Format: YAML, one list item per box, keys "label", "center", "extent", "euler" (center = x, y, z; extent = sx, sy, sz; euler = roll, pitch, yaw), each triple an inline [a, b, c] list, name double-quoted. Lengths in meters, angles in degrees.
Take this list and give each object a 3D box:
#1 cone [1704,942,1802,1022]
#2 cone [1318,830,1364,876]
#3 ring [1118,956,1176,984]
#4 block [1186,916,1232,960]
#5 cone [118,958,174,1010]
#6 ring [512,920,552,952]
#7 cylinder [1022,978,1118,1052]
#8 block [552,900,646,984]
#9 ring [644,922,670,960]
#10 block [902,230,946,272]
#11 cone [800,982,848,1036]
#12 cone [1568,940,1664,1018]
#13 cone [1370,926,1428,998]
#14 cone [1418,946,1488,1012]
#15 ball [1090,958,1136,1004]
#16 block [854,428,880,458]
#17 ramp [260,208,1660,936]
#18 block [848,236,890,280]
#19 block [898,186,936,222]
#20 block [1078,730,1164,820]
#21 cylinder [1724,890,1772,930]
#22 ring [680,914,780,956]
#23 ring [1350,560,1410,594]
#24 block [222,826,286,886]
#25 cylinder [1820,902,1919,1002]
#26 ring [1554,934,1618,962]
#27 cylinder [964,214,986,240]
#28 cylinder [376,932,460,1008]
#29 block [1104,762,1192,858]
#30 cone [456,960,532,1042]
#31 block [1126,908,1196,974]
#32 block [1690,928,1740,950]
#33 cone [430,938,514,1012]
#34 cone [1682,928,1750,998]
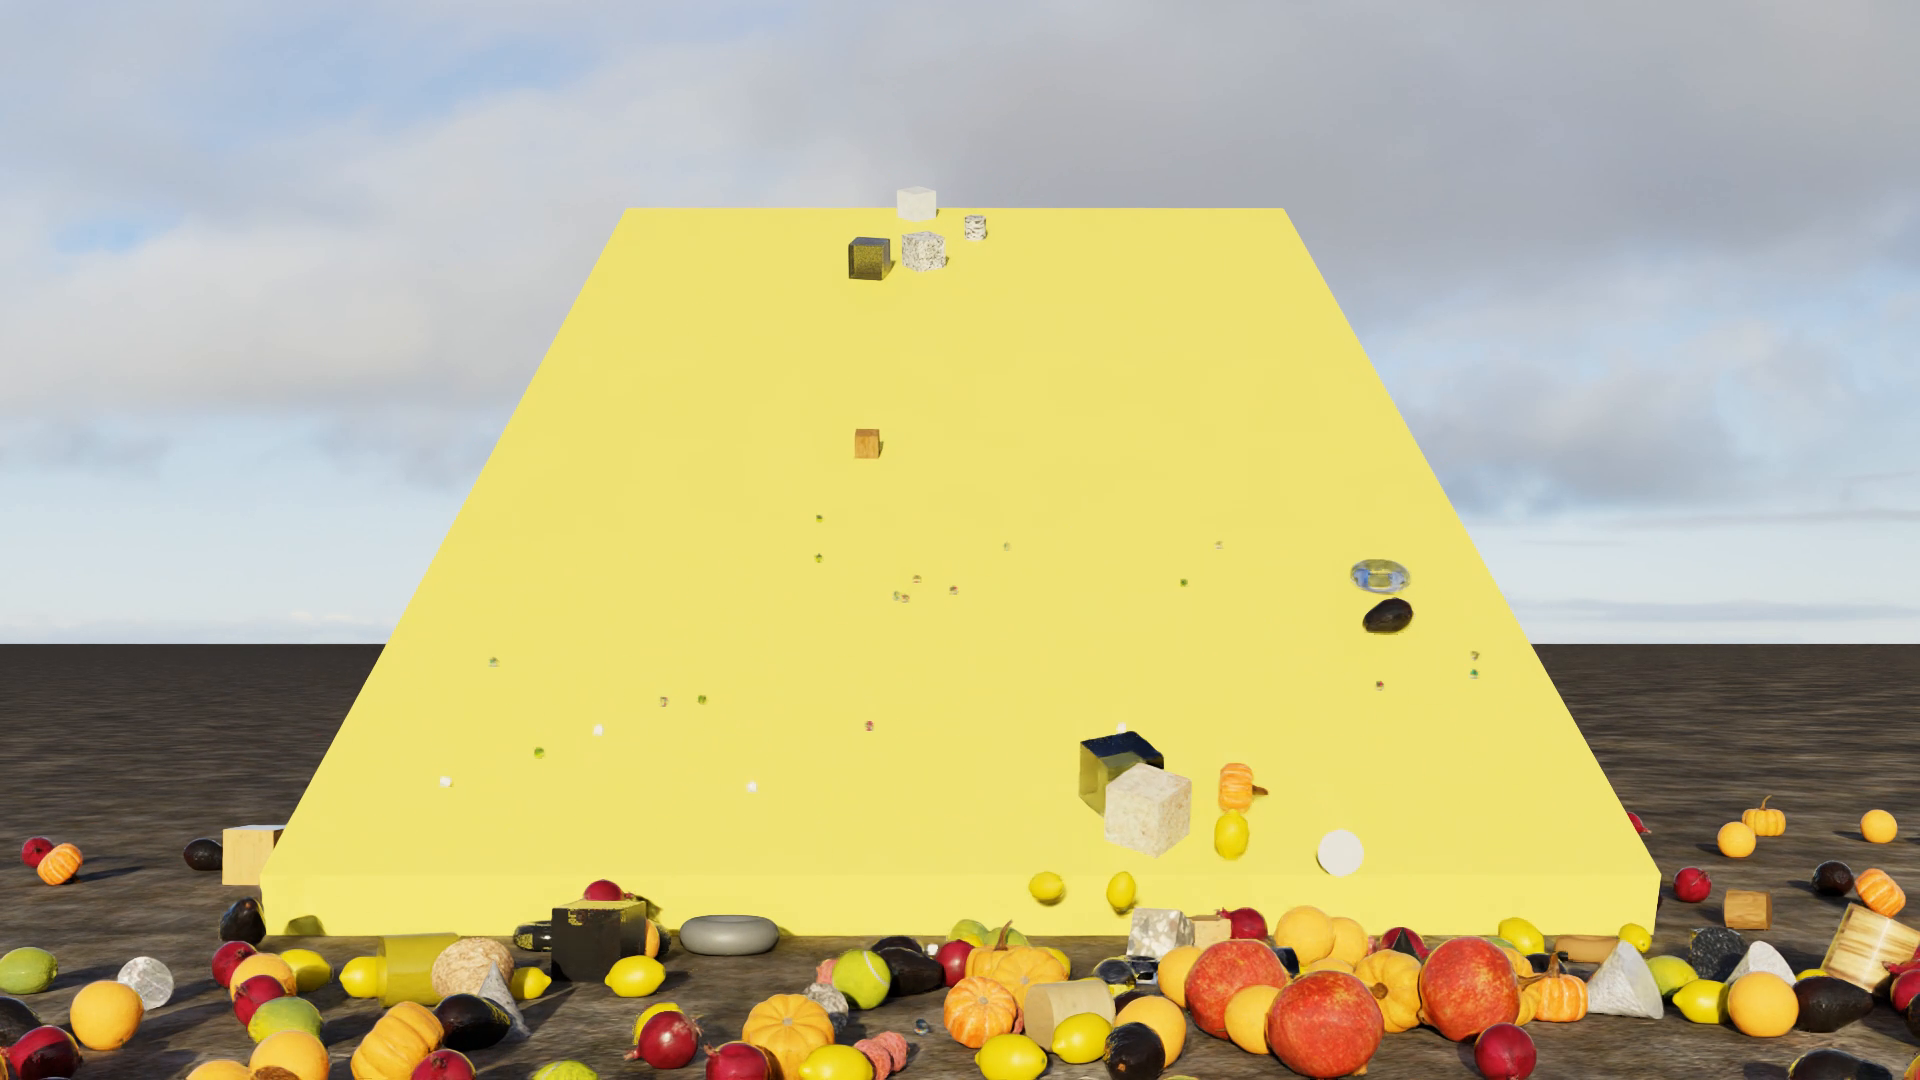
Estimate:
- label: "cone"
  center: [0.887, 0.520, 2.611]
  extent: [0.096, 0.096, 0.096]
  euler: [2, -30, -45]
- label: "cone"
  center: [0.541, 0.449, 3.307]
  extent: [0.066, 0.066, 0.066]
  euler: [0, -5, -4]
- label: "ring"
  center: [0.228, 0.538, 2.872]
  extent: [0.088, 0.029, 0.088]
  euler: [1, -3, 0]
- label: "block"
  center: [0.330, 0.535, 3.090]
  extent: [0.052, 0.052, 0.052]
  euler: [1, -3, -18]
- label: "cone"
  center: [-0.962, 0.530, 2.684]
  extent: [0.064, 0.064, 0.064]
  euler: [2, -30, -37]
- label: "ring"
  center: [-0.564, 0.547, 3.177]
  extent: [0.109, 0.036, 0.109]
  euler: [0, -4, 0]
- label: "cylinder"
  center: [0.114, 0.496, 2.390]
  extent: [0.072, 0.072, 0.072]
  euler: [14, -9, -29]
- label: "block"
  center: [-0.458, 0.508, 2.910]
  extent: [0.091, 0.091, 0.091]
  euler: [-1, -2, 12]
- label: "ring"
  center: [-0.458, 0.538, 3.079]
  extent: [0.139, 0.046, 0.139]
  euler: [0, -4, 0]
- label: "block"
  center: [-0.101, -0.797, 6.336]
  extent: [0.087, 0.087, 0.087]
  euler: [-14, 26, -31]
- label: "cone"
  center: [-0.161, 0.524, 2.516]
  extent: [0.059, 0.059, 0.059]
  euler: [1, -29, -31]
- label: "cone"
  center: [0.736, 0.520, 2.623]
  extent: [0.096, 0.096, 0.096]
  euler: [-31, -18, 26]
- label: "cone"
  center: [0.536, 0.507, 2.773]
  extent: [0.081, 0.081, 0.081]
  euler: [0, -2, 0]
- label: "cone"
  center: [0.560, 0.526, 2.683]
  extent: [0.080, 0.080, 0.080]
  euler: [1, -29, -31]
- label: "ball"
  center: [0.180, 0.518, 2.692]
  extent: [0.054, 0.054, 0.054]
  euler: [0, -2, 0]
- label: "block"
  center: [-0.199, -0.206, 4.911]
  extent: [0.050, 0.050, 0.050]
  euler: [1, 22, 1]
- label: "ramp"
  center: [-0.006, -0.220, 5.149]
  extent: [2.000, 0.100, 4.000]
  euler: [0, 22, 0]
- label: "block"
  center: [-0.247, -0.766, 6.249]
  extent: [0.094, 0.094, 0.094]
  euler: [5, 22, 12]
- label: "block"
  center: [-0.130, -1.004, 6.858]
  extent: [0.083, 0.083, 0.083]
  euler: [-17, 28, -36]
- label: "block"
  center: [0.242, 0.356, 3.455]
  extent: [0.093, 0.093, 0.093]
  euler: [-9, 24, -22]
- label: "cylinder"
  center: [1.161, 0.545, 3.378]
  extent: [0.058, 0.058, 0.058]
  euler: [-1, -3, 28]
- label: "ring"
  center: [-0.316, 0.541, 3.146]
  extent: [0.137, 0.046, 0.137]
  euler: [1, -3, 0]
- label: "ring"
  center: [0.779, 0.067, 4.253]
  extent: [0.113, 0.038, 0.113]
  euler: [1, 21, 0]
- label: "block"
  center: [-1.228, 0.554, 4.035]
  extent: [0.095, 0.095, 0.095]
  euler: [0, -2, 12]
- label: "cylinder"
  center: [1.079, 0.487, 2.716]
  extent: [0.088, 0.088, 0.088]
  euler: [24, 0, 0]
- label: "ring"
  center: [0.840, 0.546, 3.064]
  extent: [0.089, 0.030, 0.089]
  euler: [1, -2, 0]
- label: "cylinder"
  center: [0.044, -0.903, 6.634]
  extent: [0.062, 0.062, 0.062]
  euler: [0, 22, 0]
- label: "cylinder"
  center: [-0.632, 0.502, 2.679]
  extent: [0.085, 0.085, 0.085]
  euler: [1, -3, -22]
- label: "block"
  center: [0.275, 0.395, 3.359]
  extent: [0.091, 0.091, 0.091]
  euler: [15, 26, 33]
- label: "cone"
  center: [-0.503, 0.495, 2.480]
  extent: [0.082, 0.082, 0.082]
  euler: [0, -2, 0]
- label: "block"
  center: [0.258, 0.513, 2.941]
  extent: [0.063, 0.063, 0.063]
  euler: [-1, -29, 25]
- label: "block"
  center: [0.973, 0.530, 2.955]
  extent: [0.051, 0.051, 0.051]
  euler: [0, -2, 5]
- label: "cone"
  center: [-0.549, 0.520, 2.611]
  extent: [0.095, 0.095, 0.095]
  euler: [1, 24, -19]
- label: "cone"
  center: [0.897, 0.527, 2.768]
  extent: [0.092, 0.092, 0.092]
  euler: [1, -29, -20]
